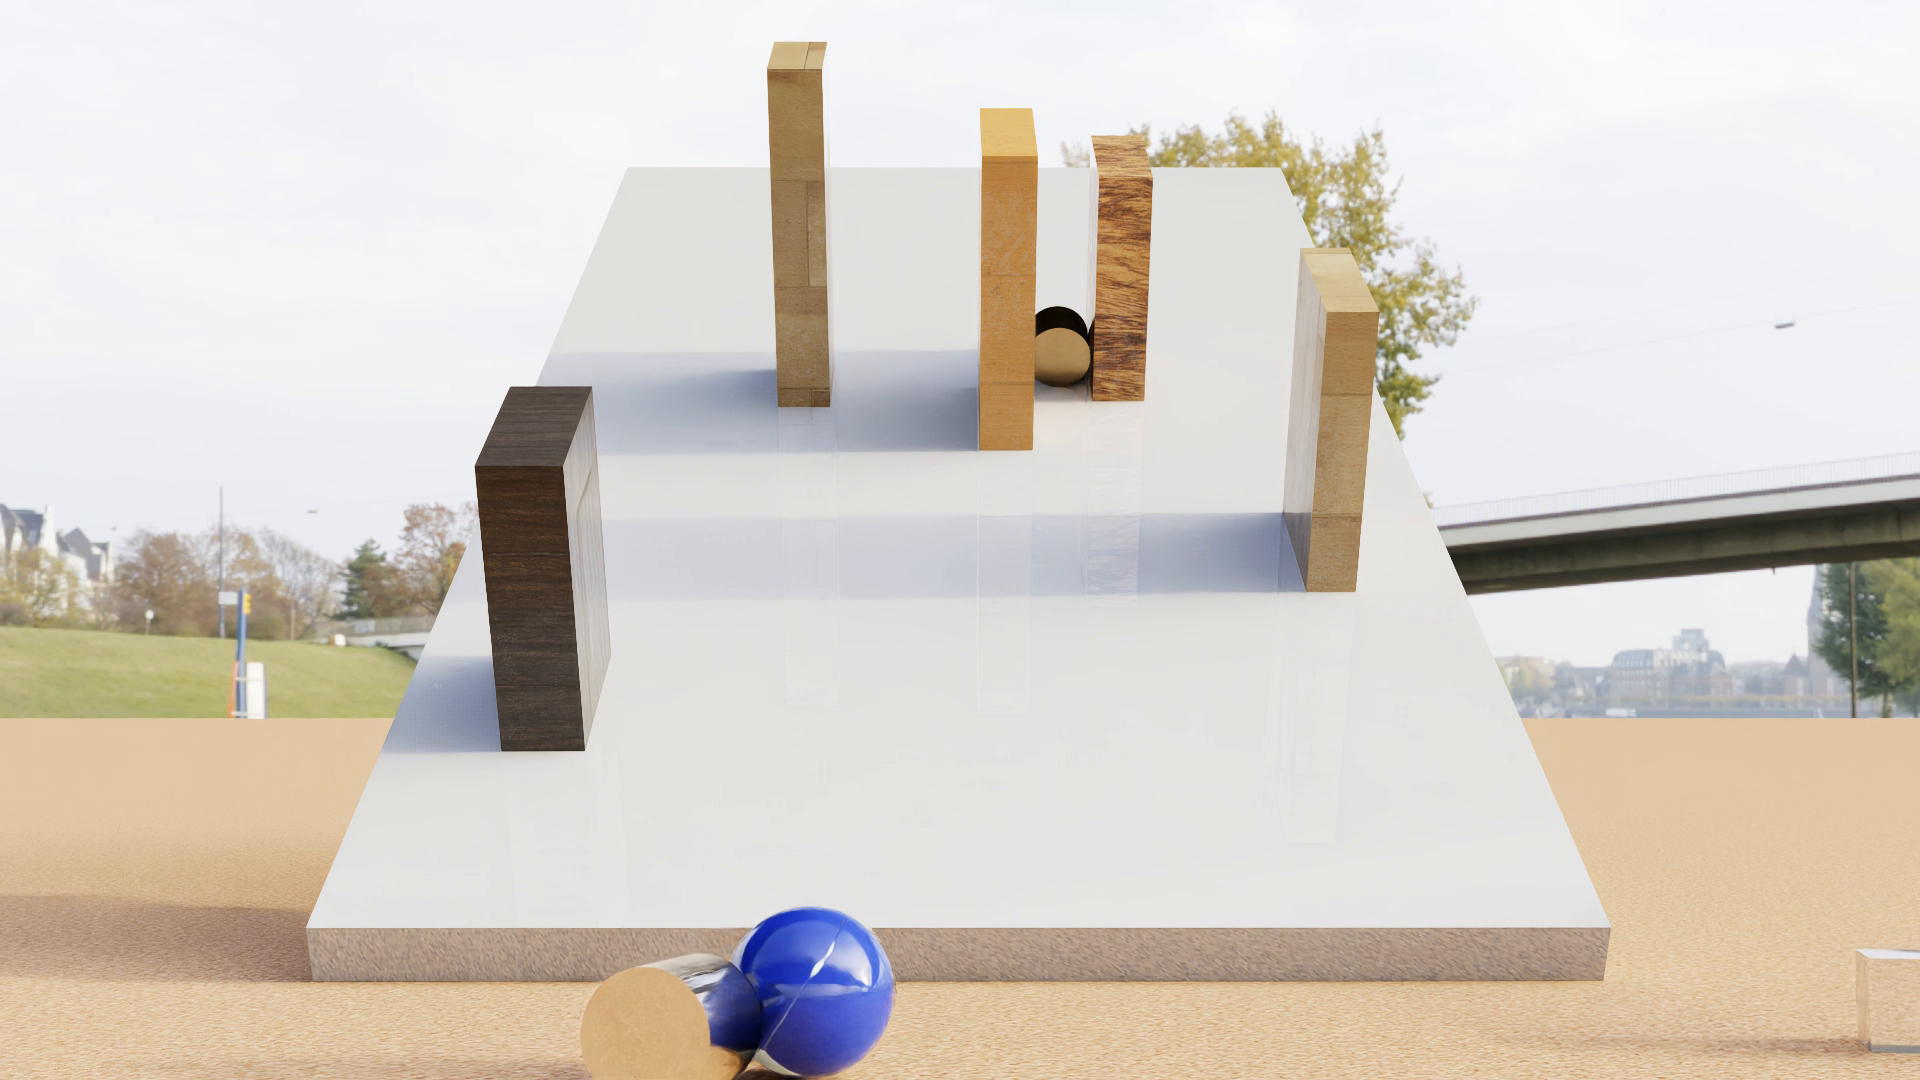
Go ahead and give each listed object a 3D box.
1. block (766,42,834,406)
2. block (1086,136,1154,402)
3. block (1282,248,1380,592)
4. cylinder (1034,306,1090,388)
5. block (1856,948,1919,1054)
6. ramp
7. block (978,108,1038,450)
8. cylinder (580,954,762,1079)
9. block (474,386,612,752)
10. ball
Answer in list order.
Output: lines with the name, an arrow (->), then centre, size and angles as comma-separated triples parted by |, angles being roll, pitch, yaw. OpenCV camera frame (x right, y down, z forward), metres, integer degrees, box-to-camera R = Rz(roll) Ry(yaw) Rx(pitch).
block -> -0.363, -0.723, 5.416 | 0.121, 0.797, 0.249 | 0, 26, 0
block -> 0.371, -0.643, 5.549 | 0.122, 0.542, 0.342 | 0, 26, 0
block -> 0.730, -0.242, 4.668 | 0.098, 0.584, 0.371 | 0, 26, 0
cylinder -> 0.234, -0.463, 5.626 | 0.150, 0.150, 0.150 | 0, 26, 0
block -> 1.187, 0.574, 2.933 | 0.114, 0.114, 0.114 | -1, -4, 13
ramp -> -0.009, -0.229, 5.426 | 2.000, 0.100, 4.000 | 0, 26, 0
block -> 0.104, -0.587, 5.275 | 0.119, 0.676, 0.377 | 0, 26, 0
cylinder -> -0.310, 0.529, 2.543 | 0.149, 0.149, 0.149 | -1, -4, 16
block -> -0.722, 0.047, 4.111 | 0.145, 0.540, 0.347 | 0, 26, 0
ball -> -0.172, 0.515, 2.683 | 0.195, 0.195, 0.195 | 0, -4, 0
